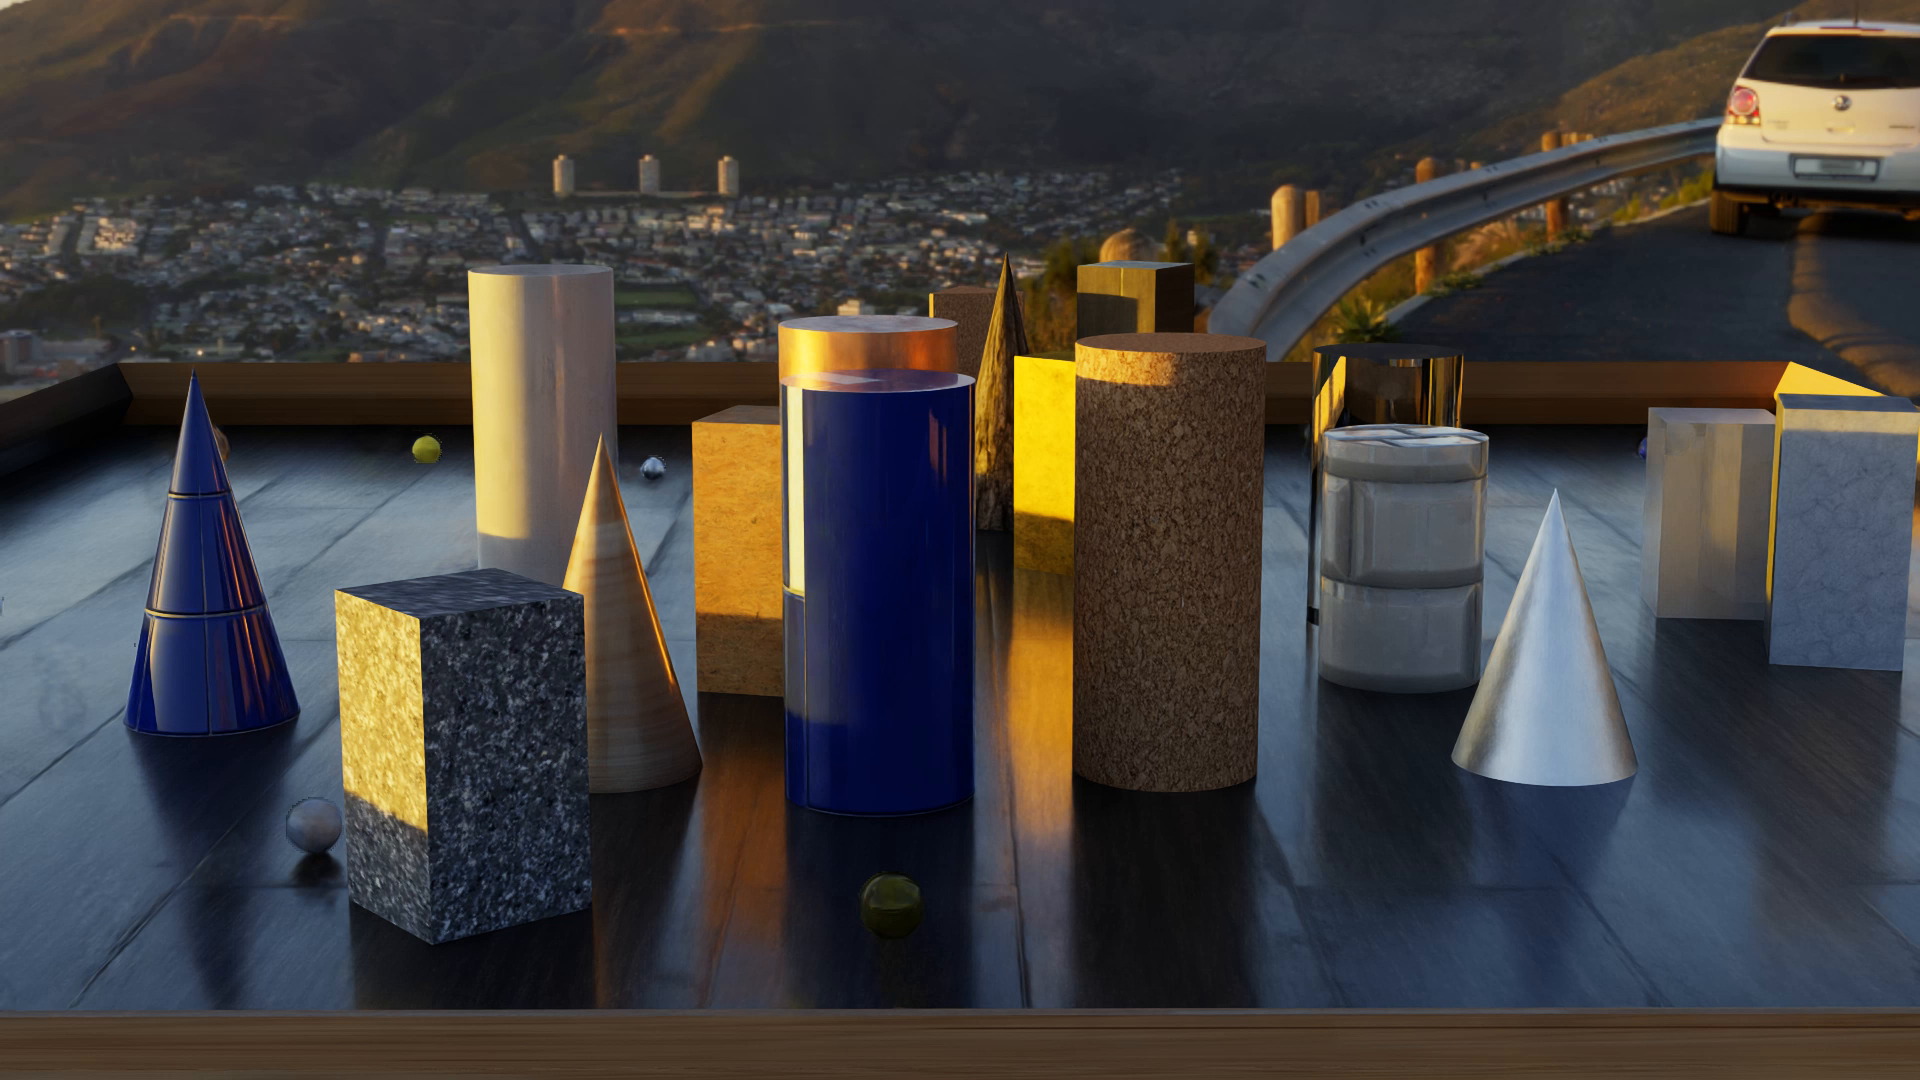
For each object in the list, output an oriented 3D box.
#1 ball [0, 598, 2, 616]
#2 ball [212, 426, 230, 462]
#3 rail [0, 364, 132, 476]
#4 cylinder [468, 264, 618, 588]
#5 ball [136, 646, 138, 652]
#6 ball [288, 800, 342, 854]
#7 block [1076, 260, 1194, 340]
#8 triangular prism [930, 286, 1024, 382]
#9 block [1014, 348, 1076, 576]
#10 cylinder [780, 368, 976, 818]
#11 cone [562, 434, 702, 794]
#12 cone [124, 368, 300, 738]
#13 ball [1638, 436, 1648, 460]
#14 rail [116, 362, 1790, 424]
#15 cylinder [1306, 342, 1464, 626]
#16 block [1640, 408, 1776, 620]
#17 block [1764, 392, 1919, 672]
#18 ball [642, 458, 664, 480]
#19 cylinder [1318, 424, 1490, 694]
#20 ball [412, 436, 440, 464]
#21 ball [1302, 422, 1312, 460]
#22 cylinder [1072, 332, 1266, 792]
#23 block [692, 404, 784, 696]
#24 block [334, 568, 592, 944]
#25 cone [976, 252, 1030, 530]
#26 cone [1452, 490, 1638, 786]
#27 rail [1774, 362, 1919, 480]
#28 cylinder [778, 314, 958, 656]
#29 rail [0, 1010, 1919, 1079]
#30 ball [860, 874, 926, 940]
[{"bbox_3d":[-1.276,0.087,3.329,0.064,0.064,0.064,0,11,0],"label":"ball"},{"bbox_3d":[-1.361,-0.165,4.621,0.088,0.088,0.088,0,11,0],"label":"ball"},{"bbox_3d":[-1.683,0.034,3.440,0.045,0.126,3.641,0,11,0],"label":"rail"},{"bbox_3d":[-0.565,-0.142,3.497,0.194,0.453,0.194,0,11,0],"label":"cylinder"},{"bbox_3d":[-0.966,0.137,3.092,0.052,0.052,0.052,0,11,0],"label":"ball"},{"bbox_3d":[-0.602,0.268,2.396,0.050,0.050,0.050,0,11,0],"label":"ball"},{"bbox_3d":[0.315,-0.308,4.613,0.155,0.373,0.155,6,12,31],"label":"block"},{"bbox_3d":[0.018,-0.287,4.618,0.168,0.328,0.145,-2,11,-10],"label":"triangular prism"},{"bbox_3d":[0.188,-0.115,3.744,0.155,0.310,0.155,9,14,40],"label":"block"},{"bbox_3d":[-0.081,0.048,2.570,0.194,0.418,0.194,0,11,0],"label":"cylinder"},{"bbox_3d":[-0.367,0.064,2.657,0.194,0.355,0.194,0,11,0],"label":"cone"},{"bbox_3d":[-0.847,0.003,2.870,0.194,0.397,0.194,0,11,0],"label":"cone"},{"bbox_3d":[1.281,-0.169,4.747,0.049,0.049,0.049,0,11,0],"label":"ball"},{"bbox_3d":[-0.010,-0.296,5.216,3.414,0.126,0.045,0,11,0],"label":"rail"},{"bbox_3d":[0.557,-0.070,3.373,0.194,0.358,0.194,0,11,0],"label":"cylinder"},{"bbox_3d":[1.014,-0.038,3.462,0.155,0.262,0.155,1,11,6],"label":"block"},{"bbox_3d":[1.089,-0.013,3.180,0.155,0.316,0.155,3,11,14],"label":"block"},{"bbox_3d":[-0.544,-0.125,4.538,0.040,0.040,0.040,0,11,0],"label":"ball"},{"bbox_3d":[0.530,0.019,3.075,0.194,0.291,0.194,0,11,0],"label":"cylinder"},{"bbox_3d":[-0.983,-0.166,4.731,0.051,0.051,0.051,0,11,0],"label":"ball"},{"bbox_3d":[0.671,-0.179,4.678,0.095,0.095,0.095,0,11,0],"label":"ball"},{"bbox_3d":[0.215,0.018,2.653,0.194,0.447,0.194,0,11,0],"label":"cylinder"},{"bbox_3d":[-0.214,0.011,3.042,0.155,0.319,0.155,3,11,15],"label":"block"},{"bbox_3d":[-0.431,0.182,2.230,0.155,0.279,0.155,-8,13,-38],"label":"block"},{"bbox_3d":[0.074,-0.246,4.111,0.194,0.434,0.194,0,11,0],"label":"cone"},{"bbox_3d":[0.618,0.090,2.689,0.194,0.293,0.194,0,11,0],"label":"cone"},{"bbox_3d":[1.683,0.031,3.459,0.045,0.126,3.641,0,11,0],"label":"rail"},{"bbox_3d":[-0.099,-0.013,2.815,0.194,0.449,0.194,0,11,0],"label":"cylinder"},{"bbox_3d":[0.010,0.360,1.682,3.414,0.126,0.045,0,11,0],"label":"rail"},{"bbox_3d":[-0.057,0.309,2.160,0.055,0.055,0.055,0,11,0],"label":"ball"}]
